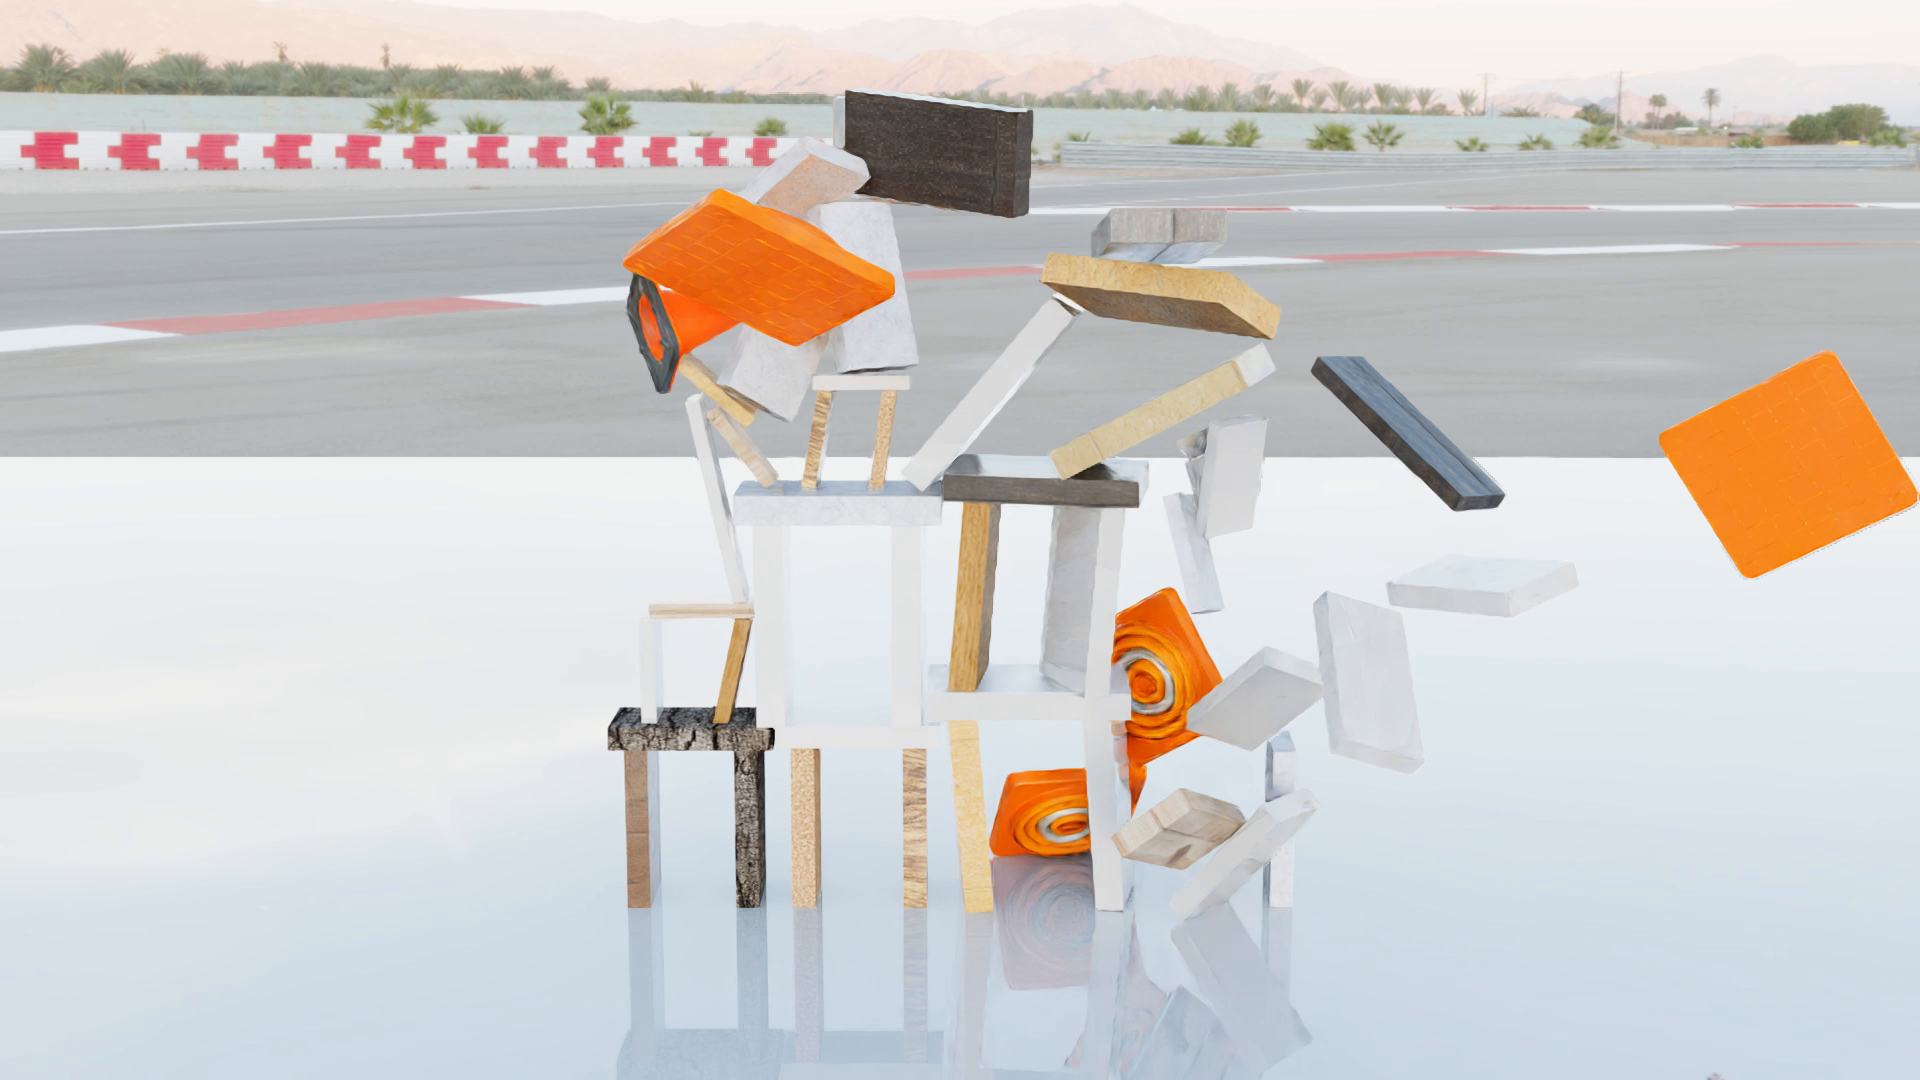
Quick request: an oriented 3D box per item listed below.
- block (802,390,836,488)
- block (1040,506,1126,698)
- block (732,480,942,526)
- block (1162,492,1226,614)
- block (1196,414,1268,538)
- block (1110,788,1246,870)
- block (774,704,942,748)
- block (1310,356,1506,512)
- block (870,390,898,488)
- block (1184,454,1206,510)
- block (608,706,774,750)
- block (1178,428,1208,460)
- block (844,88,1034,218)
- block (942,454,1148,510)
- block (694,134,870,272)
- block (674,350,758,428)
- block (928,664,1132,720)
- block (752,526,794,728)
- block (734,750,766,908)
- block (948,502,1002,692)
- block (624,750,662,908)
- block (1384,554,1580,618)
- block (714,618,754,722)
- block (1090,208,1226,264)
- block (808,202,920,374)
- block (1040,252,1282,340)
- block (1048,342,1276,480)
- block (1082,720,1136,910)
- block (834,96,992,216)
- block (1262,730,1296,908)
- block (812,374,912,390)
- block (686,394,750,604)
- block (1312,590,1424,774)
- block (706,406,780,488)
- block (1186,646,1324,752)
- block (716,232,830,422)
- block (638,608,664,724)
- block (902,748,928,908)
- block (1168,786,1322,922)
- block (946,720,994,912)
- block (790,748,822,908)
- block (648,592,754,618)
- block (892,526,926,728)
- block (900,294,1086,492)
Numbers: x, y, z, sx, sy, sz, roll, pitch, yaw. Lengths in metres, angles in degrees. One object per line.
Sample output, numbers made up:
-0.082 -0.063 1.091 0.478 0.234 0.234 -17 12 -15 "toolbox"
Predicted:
-0.227 -0.165 3.541 0.022 0.156 0.078 10 6 1 "block"
0.193 0.081 3.502 0.043 0.307 0.153 -2 14 -26 "block"
-0.194 -0.061 3.551 0.329 0.047 0.165 0 10 0 "block"
0.358 0.021 3.368 0.026 0.183 0.091 -16 -8 24 "block"
0.411 -0.097 3.331 0.091 0.183 0.026 -12 30 -30 "block"
0.340 0.445 3.371 0.131 0.037 0.263 -37 -25 14 "block"
-0.164 0.306 3.615 0.270 0.038 0.135 0 10 0 "block"
0.622 -0.152 3.066 0.091 0.026 0.323 -4 41 -37 "block"
-0.123 -0.166 3.545 0.022 0.156 0.078 8 6 -1 "block"
0.377 -0.083 3.381 0.045 0.090 0.013 -19 7 -31 "block"
-0.435 0.310 3.614 0.266 0.038 0.133 0 11 0 "block"
0.381 -0.154 3.354 0.090 0.013 0.045 -23 -33 21 "block"
-0.038 -0.618 3.499 0.326 0.163 0.046 14 22 30 "block"
0.137 -0.094 3.472 0.307 0.043 0.153 2 15 10 "block"
-0.288 -0.540 3.549 0.271 0.038 0.135 -35 -30 31 "block"
-0.395 -0.245 3.571 0.151 0.021 0.076 41 10 -12 "block"
0.111 0.247 3.578 0.325 0.046 0.162 0 13 0 "block"
-0.304 0.124 3.585 0.047 0.329 0.165 0 10 1 "block"
-0.347 0.459 3.642 0.038 0.266 0.133 0 11 0 "block"
0.025 0.074 3.535 0.043 0.307 0.153 6 14 7 "block"
-0.525 0.459 3.642 0.038 0.266 0.133 0 11 0 "block"
0.705 0.061 2.984 0.123 0.035 0.246 -21 11 -26 "block"
-0.369 0.204 3.602 0.025 0.174 0.087 13 10 -2 "block"
0.290 -0.450 3.272 0.163 0.046 0.326 0 2 -2 "block"
-0.155 -0.407 3.543 0.135 0.271 0.038 -8 -4 -36 "block"
0.305 -0.373 3.357 0.332 0.047 0.166 12 -7 39 "block"
0.312 -0.198 3.378 0.332 0.047 0.166 -26 2 26 "block"
0.247 0.427 3.628 0.046 0.325 0.162 -2 13 12 "block"
-0.057 -0.629 3.588 0.326 0.163 0.046 12 21 29 "block"
0.529 0.461 3.644 0.037 0.263 0.131 1 10 3 "block"
-0.156 -0.255 3.535 0.156 0.022 0.078 0 6 2 "block"
-0.389 -0.067 3.535 0.021 0.333 0.076 -12 13 1 "block"
0.547 0.190 2.955 0.123 0.035 0.246 17 48 -18 "block"
-0.350 -0.152 3.547 0.021 0.151 0.076 -38 5 5 "block"
0.474 0.254 3.488 0.123 0.035 0.246 20 -36 -16 "block"
-0.279 -0.346 3.584 0.135 0.276 0.038 30 -11 -34 "block"
-0.505 0.205 3.602 0.025 0.174 0.087 0 11 0 "block"
-0.073 0.457 3.643 0.038 0.270 0.135 0 10 0 "block"
0.456 0.503 3.521 0.131 0.263 0.037 -11 56 -49 "block"
0.014 0.431 3.627 0.046 0.325 0.162 -5 11 -2 "block"
-0.255 0.457 3.646 0.038 0.270 0.135 0 10 1 "block"
-0.414 0.106 3.584 0.174 0.025 0.087 0 11 1 "block"
-0.083 0.125 3.579 0.047 0.329 0.165 0 10 2 "block"
0.056 -0.240 3.514 0.047 0.369 0.166 41 15 1 "block"
